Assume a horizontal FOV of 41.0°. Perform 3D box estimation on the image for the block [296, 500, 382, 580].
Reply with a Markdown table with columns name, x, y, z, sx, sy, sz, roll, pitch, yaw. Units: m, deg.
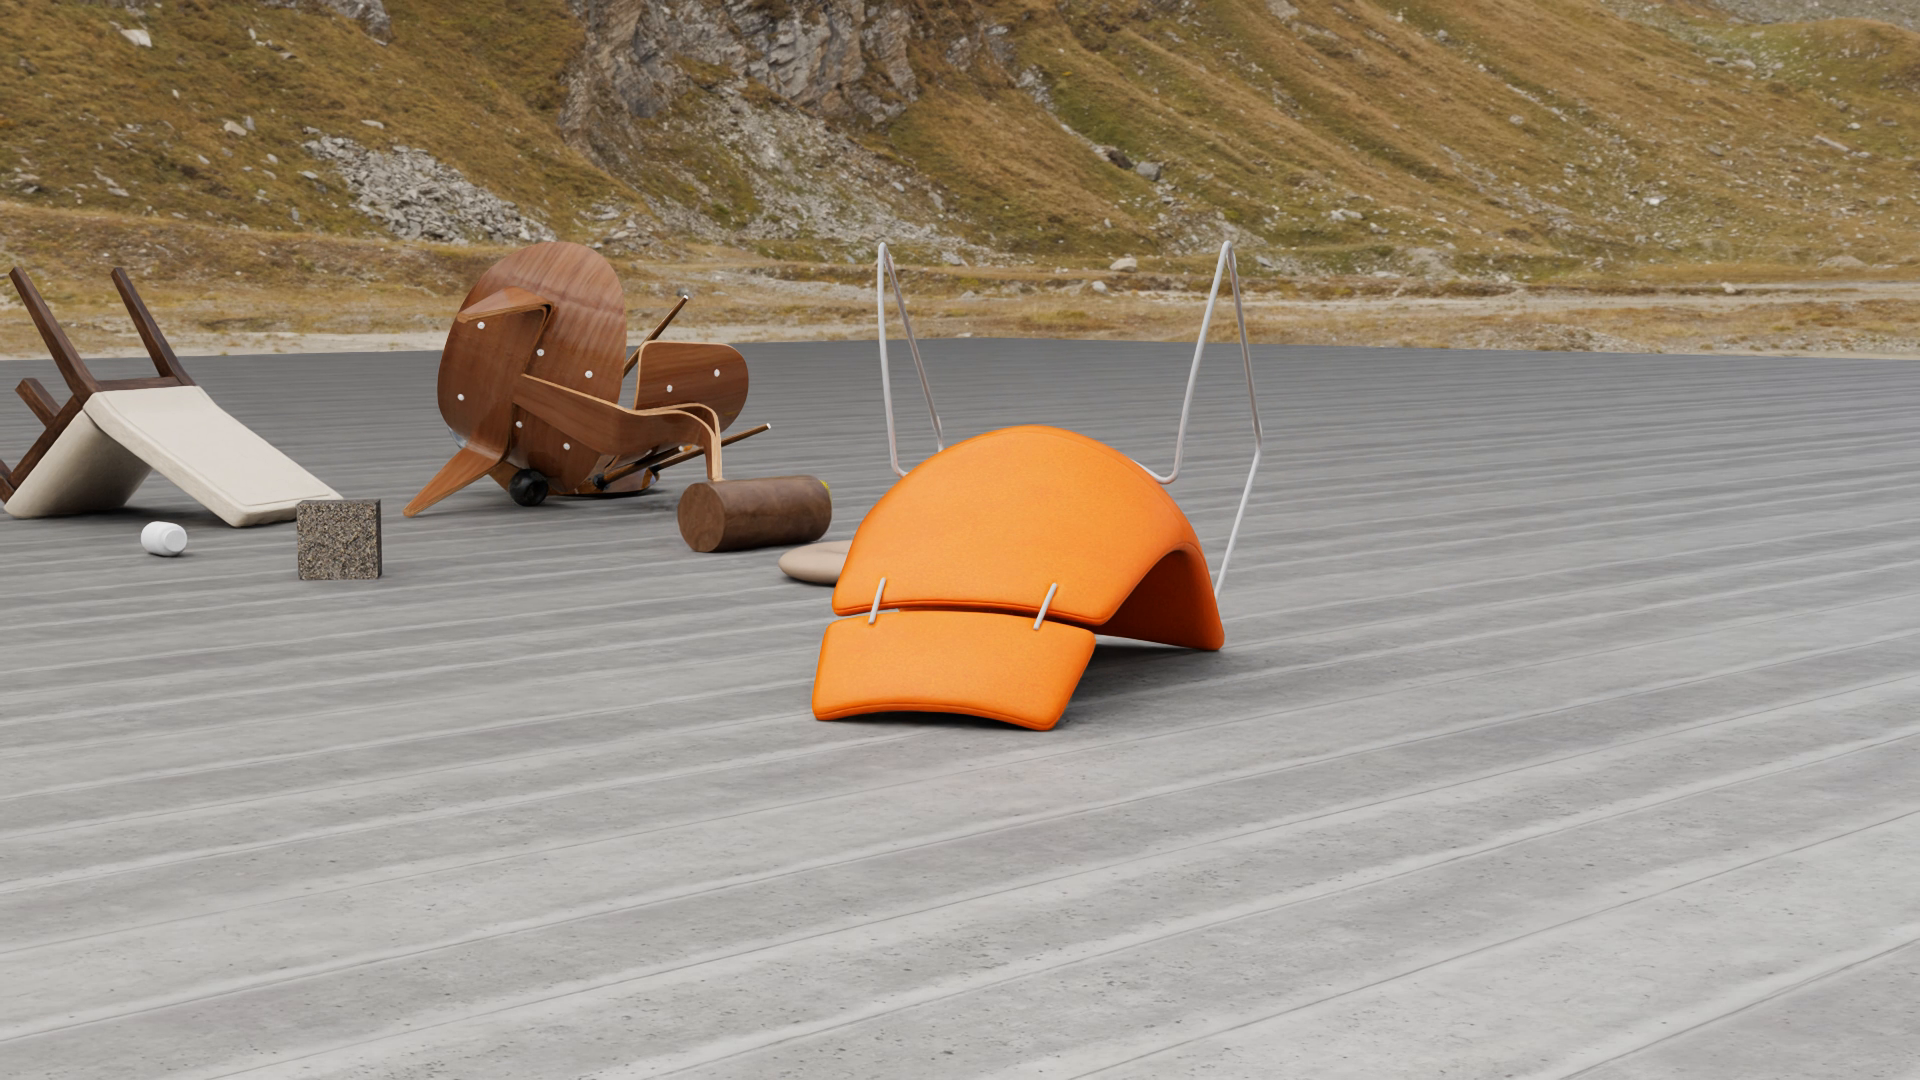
| name | x | y | z | sx | sy | sz | roll | pitch | yaw |
| --- | --- | --- | --- | --- | --- | --- | --- | --- | --- |
| block | -1.358 | -0.002 | 5.618 | 0.168 | 0.166 | 0.101 | -1 | 6 | -7 |

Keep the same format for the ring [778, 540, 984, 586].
| name | x | y | z | sx | sy | sz | roll | pitch | yaw |
| --- | --- | --- | --- | --- | --- | --- | --- | --- | --- |
| ring | -0.173 | 0.048 | 5.627 | 0.436 | 0.066 | 0.466 | 5 | 8 | 39 |

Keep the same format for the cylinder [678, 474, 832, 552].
| name | x | y | z | sx | sy | sz | roll | pitch | yaw |
| --- | --- | --- | --- | --- | --- | --- | --- | --- | --- |
| cylinder | -0.497 | -0.067 | 6.242 | 0.170 | 0.167 | 0.352 | 20 | 18 | 40 |

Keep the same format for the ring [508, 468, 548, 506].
| name | x | y | z | sx | sy | sz | roll | pitch | yaw |
| --- | --- | --- | --- | --- | --- | --- | --- | --- | --- |
| ring | -1.238 | -0.150 | 7.360 | 0.082 | 0.111 | 0.102 | 26 | -21 | 42 |
